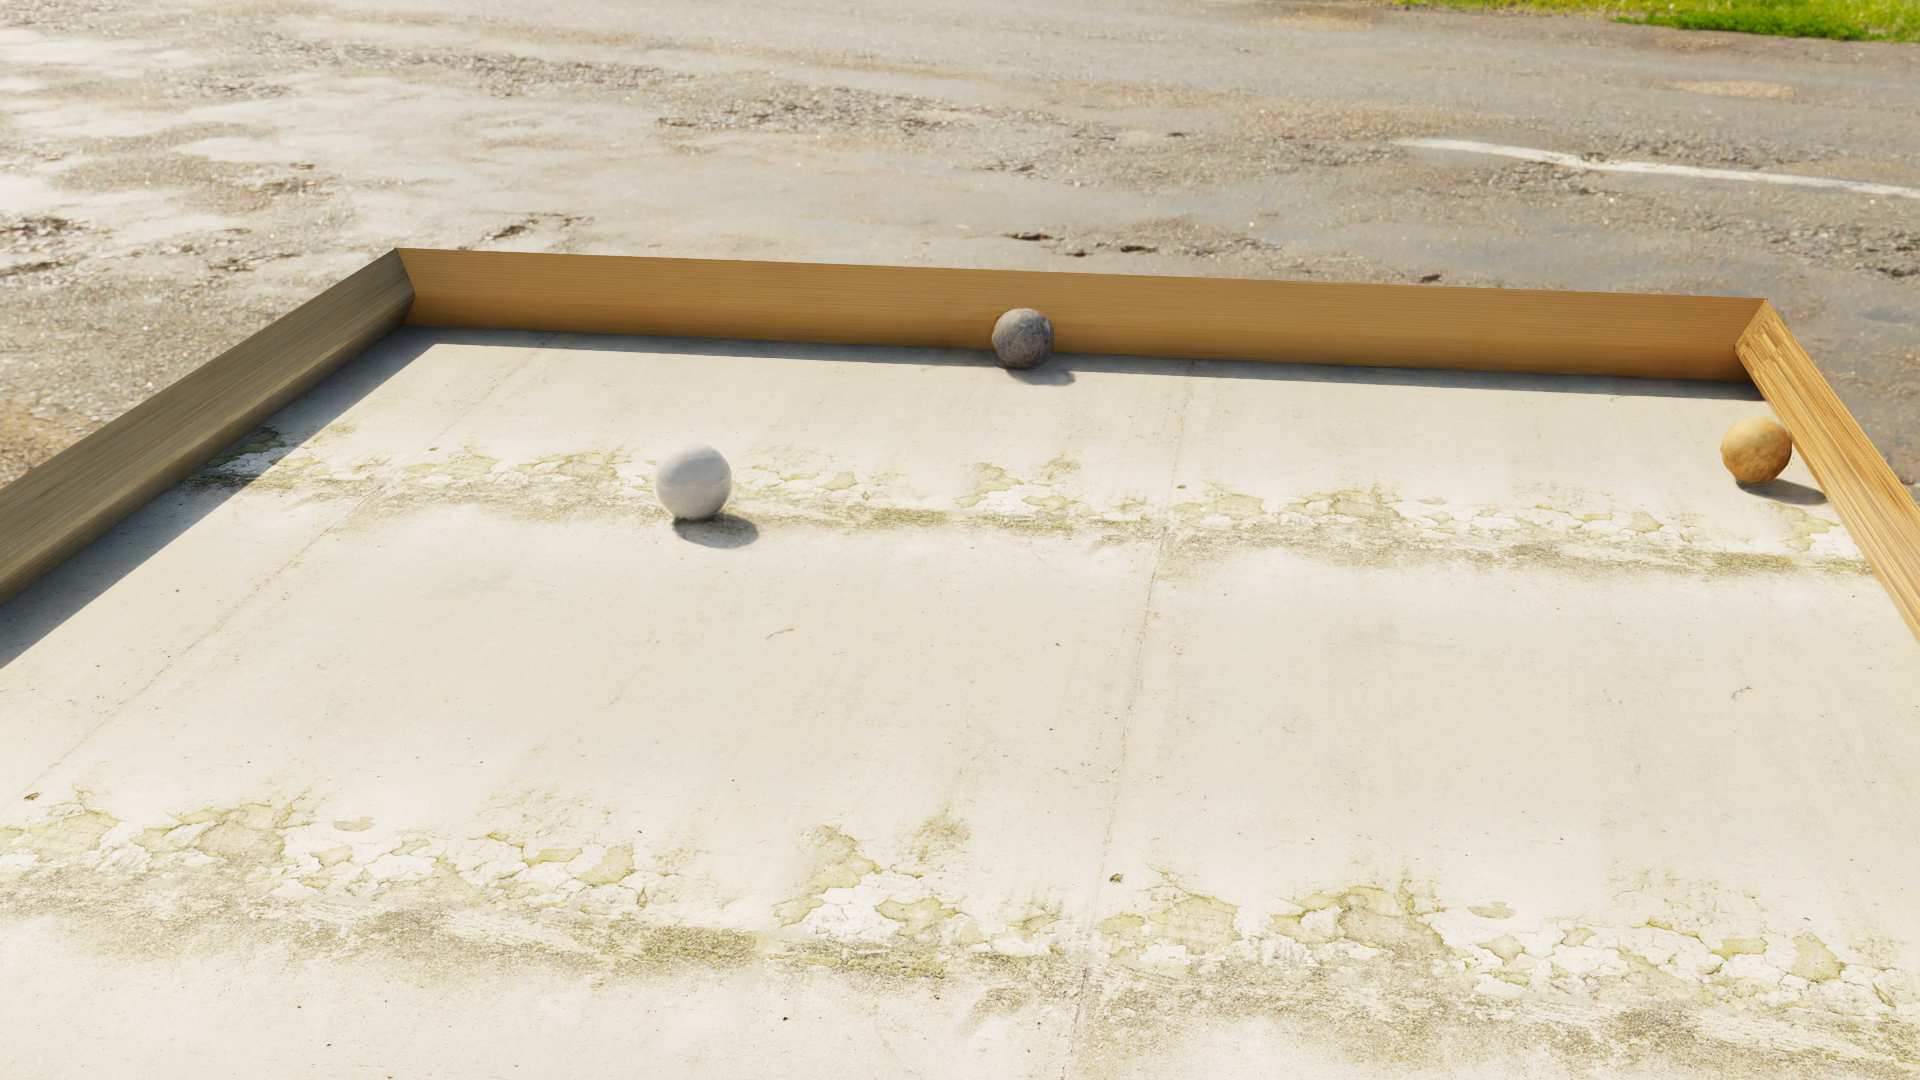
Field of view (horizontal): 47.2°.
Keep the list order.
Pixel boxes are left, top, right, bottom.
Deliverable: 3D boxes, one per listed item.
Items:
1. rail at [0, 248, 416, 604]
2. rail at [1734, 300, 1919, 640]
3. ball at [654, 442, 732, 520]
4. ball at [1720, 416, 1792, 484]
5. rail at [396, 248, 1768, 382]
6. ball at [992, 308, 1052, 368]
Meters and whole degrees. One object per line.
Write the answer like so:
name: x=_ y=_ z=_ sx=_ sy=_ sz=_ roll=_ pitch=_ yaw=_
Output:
rail: x=-1.147 y=0.262 z=1.785 sx=0.045 sy=0.124 sz=3.716 roll=3 pitch=21 yaw=8
rail: x=0.870 y=0.372 z=1.501 sx=0.045 sy=0.124 sz=3.716 roll=3 pitch=21 yaw=8
ball: x=-0.326 y=-0.072 z=2.687 sx=0.096 sy=0.096 sz=0.096 roll=0 pitch=21 yaw=0
ball: x=1.018 y=-0.116 z=2.813 sx=0.086 sy=0.086 sz=0.086 roll=0 pitch=21 yaw=0
rail: x=0.135 y=-0.340 z=3.334 sx=2.087 sy=0.124 sz=0.045 roll=3 pitch=21 yaw=8
ball: x=0.093 y=-0.301 z=3.284 sx=0.091 sy=0.091 sz=0.091 roll=0 pitch=21 yaw=0
